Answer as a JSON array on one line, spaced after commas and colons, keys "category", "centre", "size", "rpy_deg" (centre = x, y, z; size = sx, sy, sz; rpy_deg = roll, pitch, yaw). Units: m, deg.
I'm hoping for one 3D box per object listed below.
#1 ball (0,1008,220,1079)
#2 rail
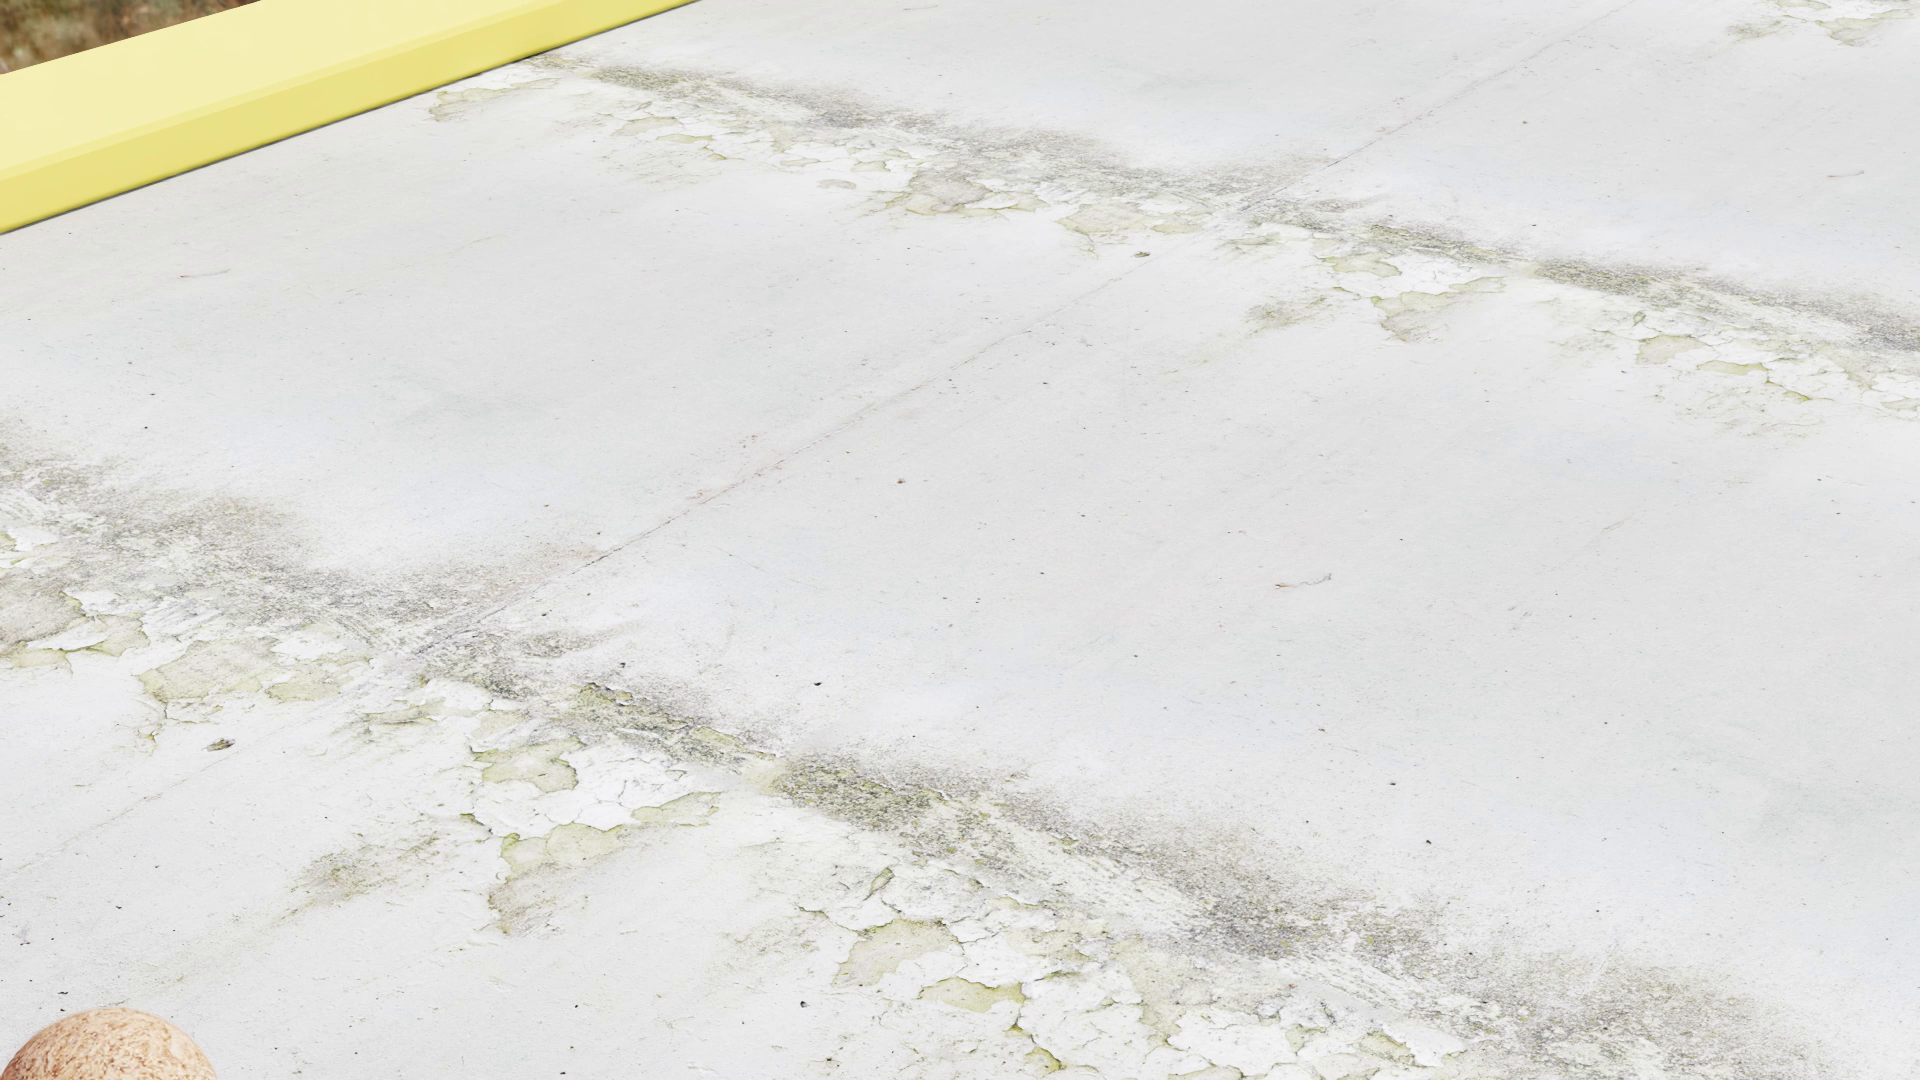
[{"category": "ball", "centre": [-0.364, 0.250, 1.257], "size": [0.099, 0.099, 0.099], "rpy_deg": [0, 25, 0]}, {"category": "rail", "centre": [-0.328, -0.591, 3.018], "size": [0.045, 0.128, 3.642], "rpy_deg": [16, 30, 31]}]
